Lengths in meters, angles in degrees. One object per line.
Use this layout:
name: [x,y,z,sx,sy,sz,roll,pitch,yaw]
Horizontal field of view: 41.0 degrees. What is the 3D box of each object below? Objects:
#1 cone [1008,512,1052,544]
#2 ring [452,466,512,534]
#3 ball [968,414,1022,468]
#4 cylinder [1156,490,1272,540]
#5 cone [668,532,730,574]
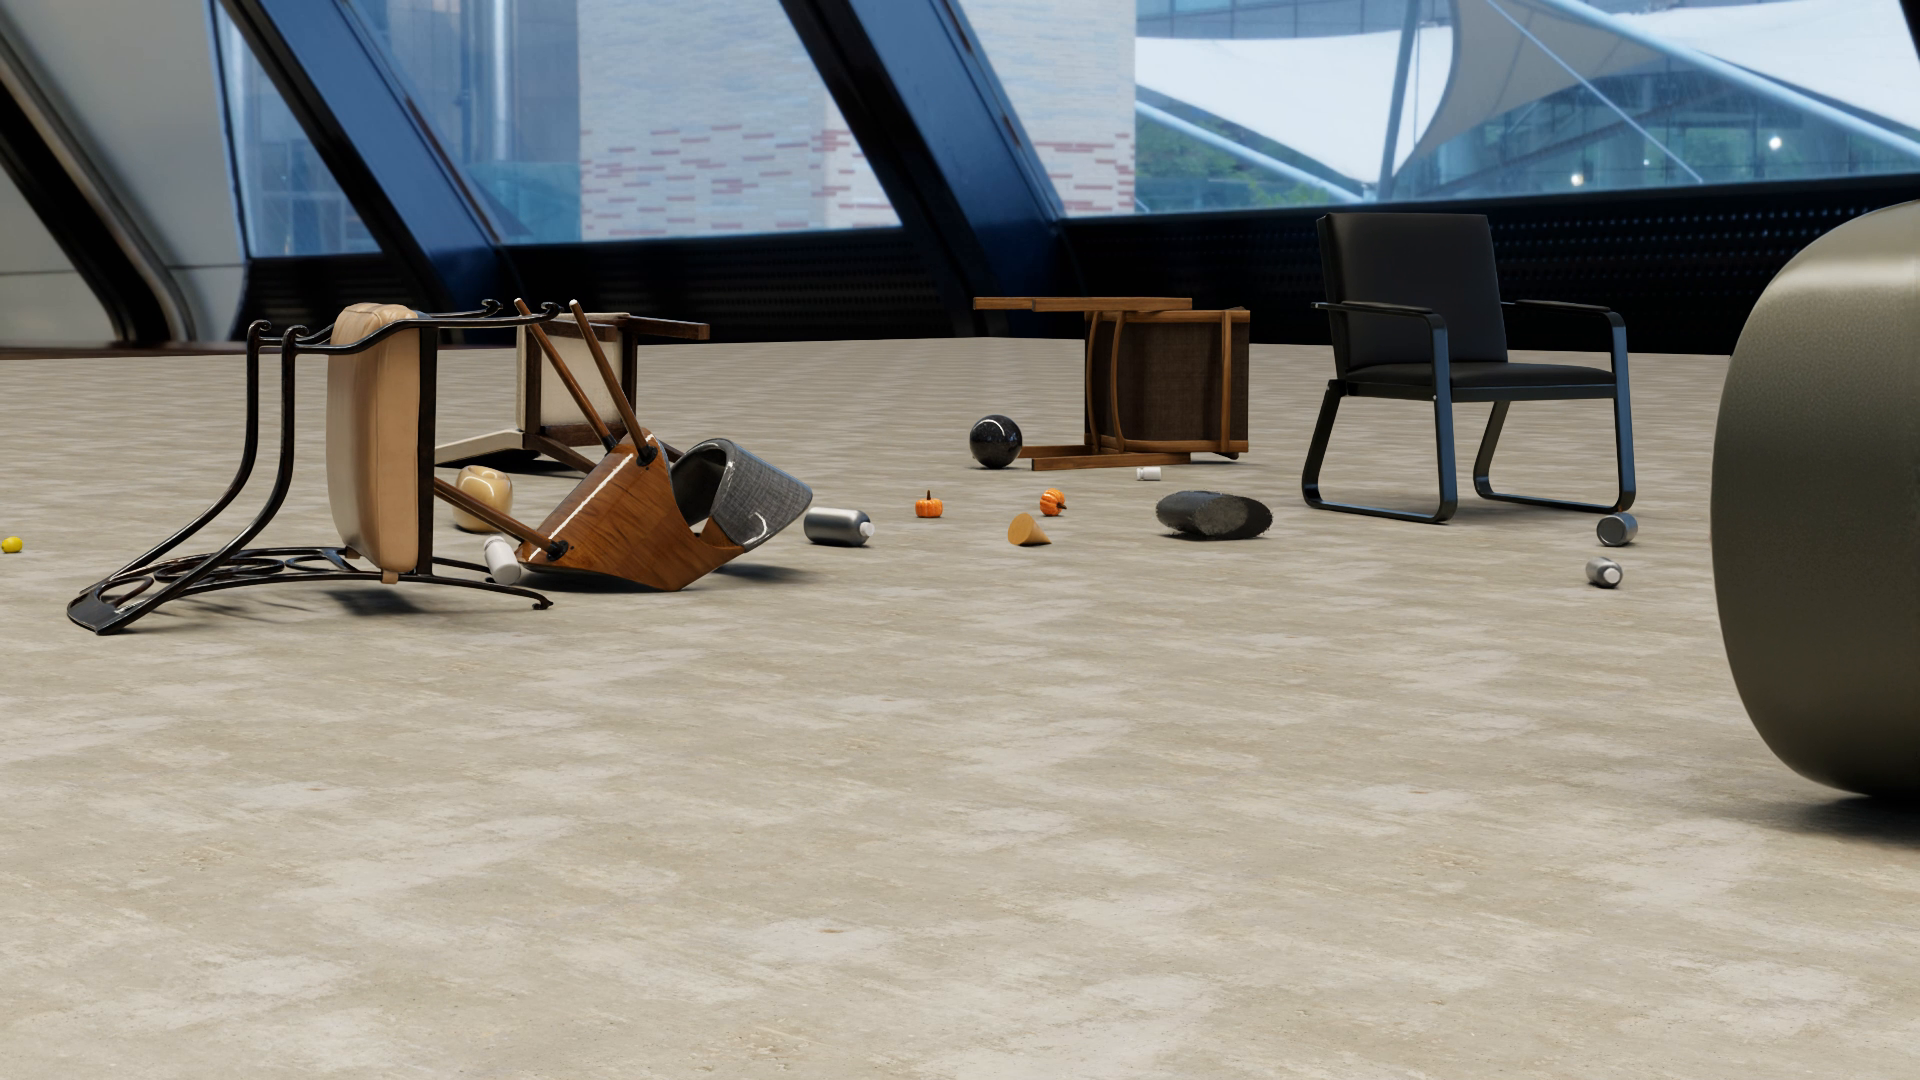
cone: [0.188,-0.010,6.317,0.092,0.085,0.172,24,-2,-17]
ring: [-1.253,-0.106,6.728,0.150,0.147,0.435,8,6,-17]
ball: [0.123,-0.338,8.788,0.185,0.185,0.185,0,6,0]
cylinder: [0.641,-0.064,6.491,0.228,0.110,0.197,1,5,-25]
cone: [-0.617,0.048,5.753,0.156,0.081,0.159,3,21,19]
